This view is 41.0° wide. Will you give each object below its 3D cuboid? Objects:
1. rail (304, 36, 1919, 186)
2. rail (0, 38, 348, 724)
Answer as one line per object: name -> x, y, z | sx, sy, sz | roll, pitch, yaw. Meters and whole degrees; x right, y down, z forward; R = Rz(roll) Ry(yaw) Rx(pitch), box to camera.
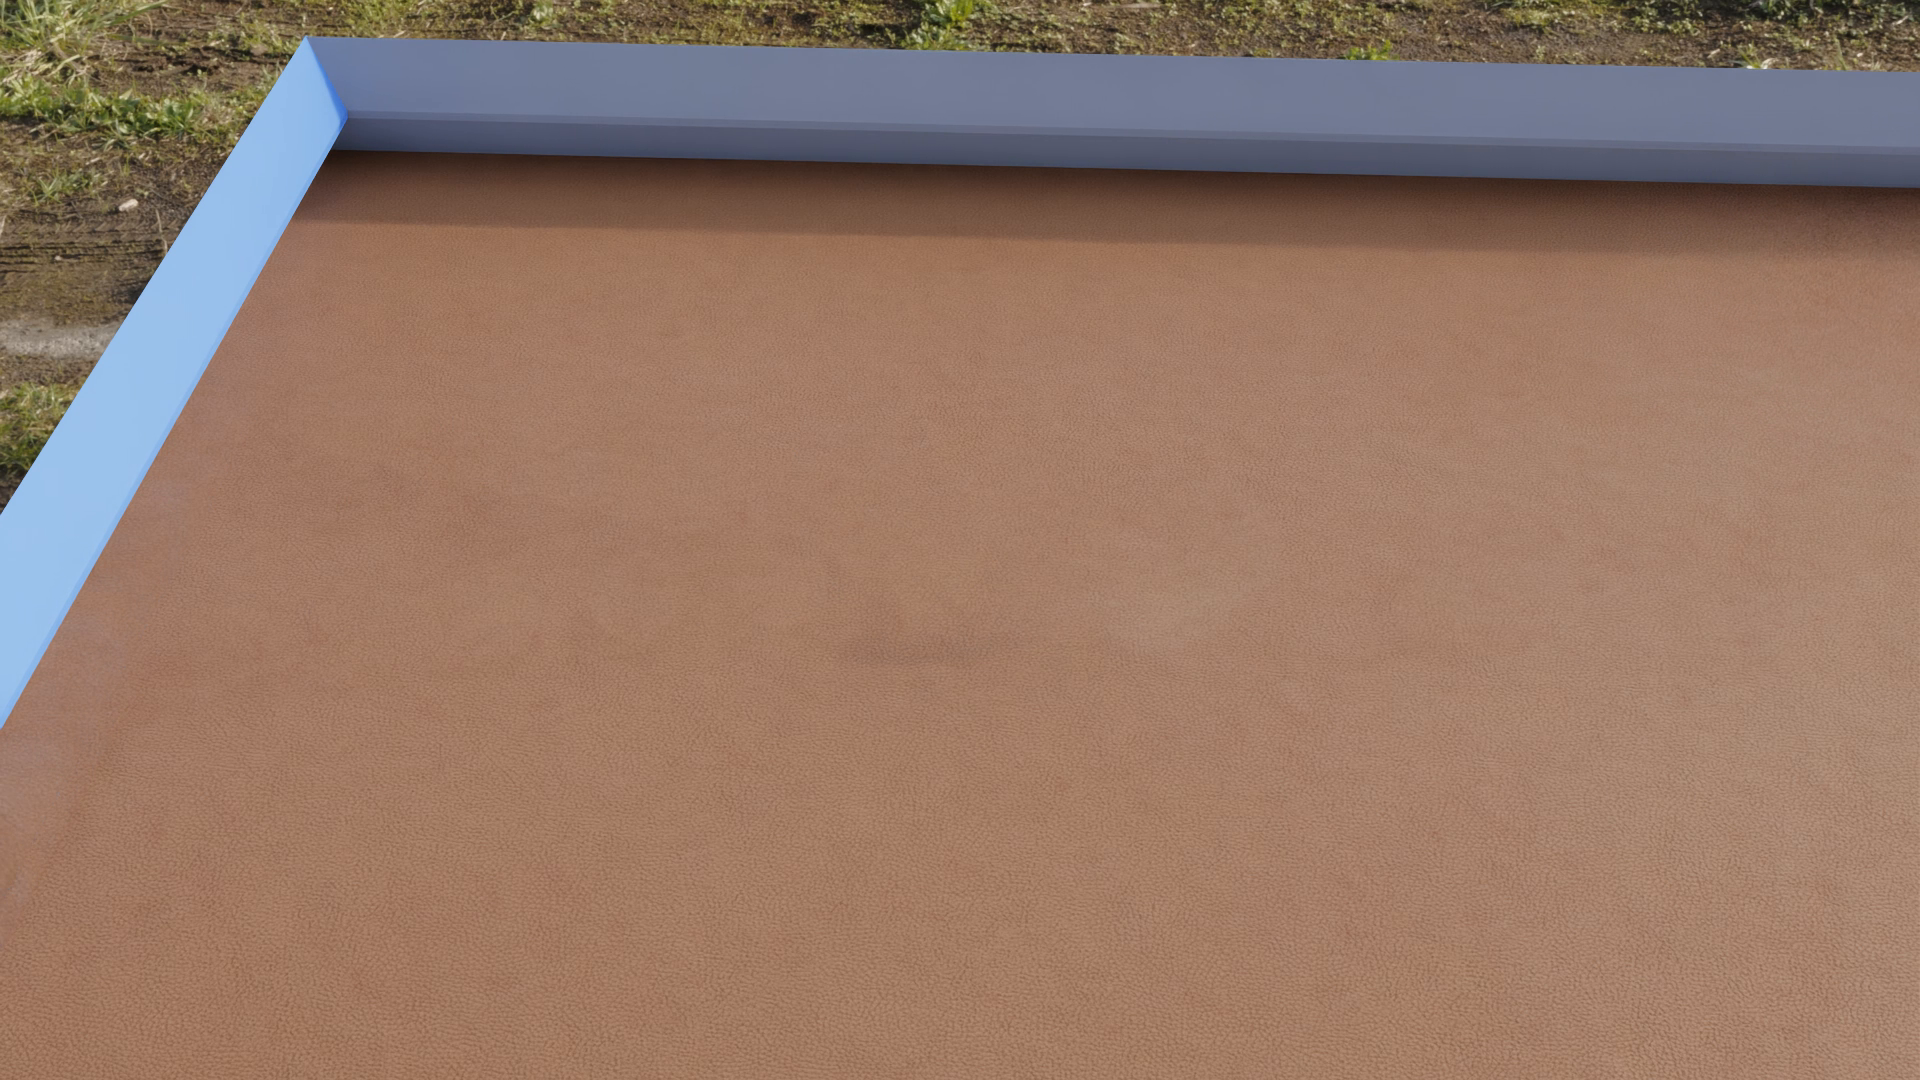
rail -> 0.698, -0.379, 2.405 | 2.655, 0.117, 0.045 | 2, 35, 3
rail -> -0.639, -0.044, 1.926 | 0.045, 0.117, 1.356 | 2, 35, 3
